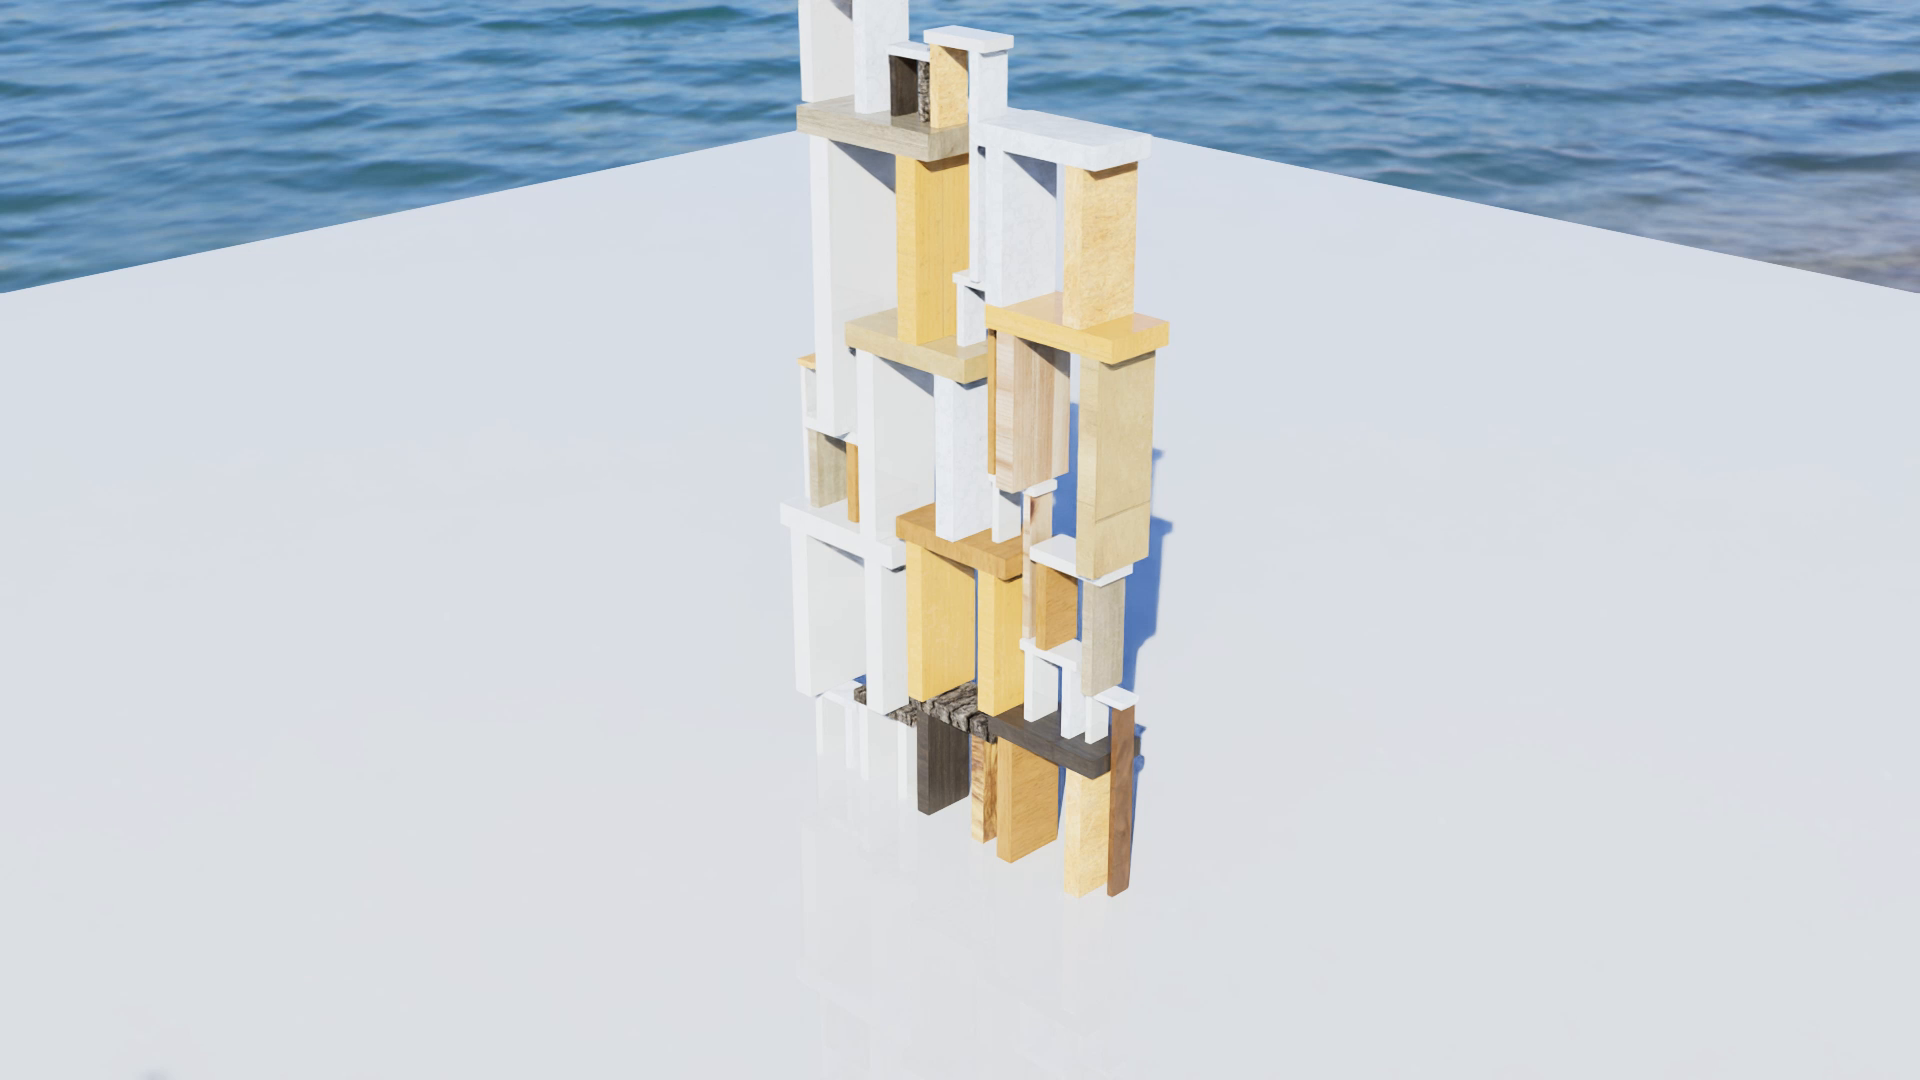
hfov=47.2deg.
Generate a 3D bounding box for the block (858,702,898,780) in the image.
[{"bbox_3d":[-0.169,0.406,4.582,0.087,0.174,0.025,-21,31,-41],"label":"block"}]

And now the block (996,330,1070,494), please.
[{"bbox_3d":[0.133,-0.248,3.980,0.149,0.299,0.042,-21,31,-41],"label":"block"}]

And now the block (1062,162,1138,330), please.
[{"bbox_3d":[0.239,-0.510,3.749,0.139,0.279,0.040,-21,31,-41],"label":"block"}]

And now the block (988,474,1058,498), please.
[{"bbox_3d":[0.115,-0.110,4.059,0.059,0.017,0.119,-21,31,-40],"label":"block"}]

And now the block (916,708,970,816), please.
[{"bbox_3d":[-0.034,0.431,4.449,0.033,0.231,0.116,21,31,41],"label":"block"}]

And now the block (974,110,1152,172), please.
[{"bbox_3d":[0.173,-0.682,3.748,0.139,0.040,0.279,-21,31,-40],"label":"block"}]

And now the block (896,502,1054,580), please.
[{"bbox_3d":[0.031,-0.006,4.191,0.147,0.042,0.293,-21,31,-41],"label":"block"}]

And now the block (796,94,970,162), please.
[{"bbox_3d":[-0.119,-0.759,4.028,0.346,0.049,0.173,21,31,40],"label":"block"}]

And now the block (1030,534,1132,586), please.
[{"bbox_3d":[0.220,0.036,4.003,0.087,0.025,0.174,-21,31,-41],"label":"block"}]

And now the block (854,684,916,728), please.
[{"bbox_3d":[-0.128,0.331,4.505,0.174,0.025,0.087,21,31,41],"label":"block"}]

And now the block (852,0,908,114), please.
[{"bbox_3d":[-0.143,-0.894,4.002,0.031,0.219,0.109,21,31,40],"label":"block"}]

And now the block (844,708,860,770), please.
[{"bbox_3d":[-0.208,0.406,4.626,0.070,0.139,0.020,-21,31,-41],"label":"block"}]

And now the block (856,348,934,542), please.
[{"bbox_3d":[-0.123,-0.201,4.270,0.160,0.384,0.045,-21,31,-41],"label":"block"}]

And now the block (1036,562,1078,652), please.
[{"bbox_3d":[0.179,0.111,4.079,0.087,0.174,0.025,-21,31,-40],"label":"block"}]

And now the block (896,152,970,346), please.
[{"bbox_3d":[-0.036,-0.546,4.030,0.173,0.346,0.049,-21,31,-40],"label":"block"}]

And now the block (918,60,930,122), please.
[{"bbox_3d":[-0.049,-0.807,3.936,0.016,0.110,0.055,21,31,40],"label":"block"}]

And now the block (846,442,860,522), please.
[{"bbox_3d":[-0.185,-0.125,4.368,0.084,0.167,0.024,-21,31,-40],"label":"block"}]

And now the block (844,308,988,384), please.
[{"bbox_3d":[-0.048,-0.369,4.116,0.160,0.045,0.320,-21,31,-40],"label":"block"}]

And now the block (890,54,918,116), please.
[{"bbox_3d":[-0.102,-0.827,3.983,0.016,0.110,0.055,21,31,41],"label":"block"}]

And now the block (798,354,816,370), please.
[{"bbox_3d":[-0.276,-0.351,4.375,0.091,0.013,0.045,20,31,40],"label":"block"}]

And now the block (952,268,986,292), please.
[{"bbox_3d":[0.049,-0.468,3.970,0.058,0.017,0.117,-21,31,-40],"label":"block"}]

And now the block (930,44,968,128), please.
[{"bbox_3d":[-0.019,-0.809,3.894,0.021,0.147,0.073,21,31,40],"label":"block"}]

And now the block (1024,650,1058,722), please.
[{"bbox_3d":[0.154,0.267,4.170,0.020,0.143,0.072,21,31,41],"label":"block"}]

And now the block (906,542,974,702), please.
[{"bbox_3d":[-0.037,0.140,4.328,0.147,0.333,0.042,-21,31,-41],"label":"block"}]

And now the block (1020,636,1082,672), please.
[{"bbox_3d":[0.188,0.205,4.107,0.072,0.020,0.143,-21,31,-41],"label":"block"}]

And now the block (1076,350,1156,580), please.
[{"bbox_3d":[0.273,-0.143,3.871,0.149,0.408,0.042,-21,31,-41],"label":"block"}]

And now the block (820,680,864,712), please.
[{"bbox_3d":[-0.241,0.319,4.626,0.139,0.020,0.070,21,31,41],"label":"block"}]

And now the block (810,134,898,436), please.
[{"bbox_3d":[-0.200,-0.500,4.227,0.049,0.585,0.173,21,31,40],"label":"block"}]

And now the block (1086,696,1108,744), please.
[{"bbox_3d":[0.255,0.326,4.089,0.014,0.096,0.048,21,31,41],"label":"block"}]

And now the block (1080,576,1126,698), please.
[{"bbox_3d":[0.261,0.168,4.014,0.087,0.227,0.025,-21,31,-41],"label":"block"}]

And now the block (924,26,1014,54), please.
[{"bbox_3d":[0.014,-0.873,3.830,0.147,0.021,0.073,21,31,40],"label":"block"}]

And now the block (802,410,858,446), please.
[{"bbox_3d":[-0.226,-0.228,4.366,0.167,0.024,0.084,21,31,40],"label":"block"}]

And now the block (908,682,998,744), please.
[{"bbox_3d":[0.021,0.330,4.348,0.116,0.033,0.231,-21,31,-41],"label":"block"}]

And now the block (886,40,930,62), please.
[{"bbox_3d":[-0.075,-0.875,3.936,0.110,0.016,0.055,21,31,41],"label":"block"}]

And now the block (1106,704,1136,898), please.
[{"bbox_3d":[0.300,0.484,4.107,0.014,0.400,0.048,21,31,41],"label":"block"}]

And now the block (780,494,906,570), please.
[{"bbox_3d":[-0.191,-0.032,4.424,0.330,0.047,0.165,21,31,41],"label":"block"}]

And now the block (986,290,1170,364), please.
[{"bbox_3d":[0.203,-0.378,3.848,0.149,0.042,0.299,-21,31,-41],"label":"block"}]

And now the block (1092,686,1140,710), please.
[{"bbox_3d":[0.278,0.285,4.047,0.048,0.014,0.096,-21,31,-40],"label":"block"}]

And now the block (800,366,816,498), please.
[{"bbox_3d":[-0.297,-0.223,4.452,0.013,0.282,0.045,21,31,41],"label":"block"}]

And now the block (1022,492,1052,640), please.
[{"bbox_3d":[0.143,0.042,4.093,0.017,0.290,0.059,21,31,41],"label":"block"}]

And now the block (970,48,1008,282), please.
[{"bbox_3d":[0.050,-0.662,3.882,0.073,0.409,0.021,-21,31,-40],"label":"block"}]

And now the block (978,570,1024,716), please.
[{"bbox_3d":[0.101,0.176,4.193,0.147,0.293,0.042,-21,31,-41],"label":"block"}]

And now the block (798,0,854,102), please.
[{"bbox_3d":[-0.247,-0.934,4.096,0.031,0.219,0.109,20,30,41],"label":"block"}]

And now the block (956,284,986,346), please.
[{"bbox_3d":[0.021,-0.417,4.021,0.059,0.117,0.017,-21,31,-40],"label":"block"}]

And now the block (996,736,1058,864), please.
[{"bbox_3d":[0.132,0.484,4.280,0.038,0.266,0.133,21,31,41],"label":"block"}]

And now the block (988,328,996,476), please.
[{"bbox_3d":[0.077,-0.289,4.015,0.059,0.347,0.017,-21,31,-40],"label":"block"}]

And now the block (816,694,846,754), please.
[{"bbox_3d":[-0.274,0.380,4.687,0.070,0.140,0.020,-21,31,-41],"label":"block"}]

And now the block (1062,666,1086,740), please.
[{"bbox_3d":[0.222,0.293,4.108,0.020,0.143,0.072,21,31,41],"label":"block"}]

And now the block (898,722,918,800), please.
[{"bbox_3d":[-0.087,0.438,4.506,0.087,0.174,0.025,-21,31,-41],"label":"block"}]

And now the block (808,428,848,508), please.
[{"bbox_3d":[-0.264,-0.156,4.440,0.024,0.167,0.084,21,31,40],"label":"block"}]

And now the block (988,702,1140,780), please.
[{"bbox_3d":[0.195,0.368,4.163,0.266,0.038,0.133,21,31,41],"label":"block"}]

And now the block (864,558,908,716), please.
[{"bbox_3d":[-0.113,0.171,4.426,0.047,0.330,0.165,21,31,41],"label":"block"}]

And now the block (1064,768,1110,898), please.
[{"bbox_3d":[0.258,0.533,4.165,0.038,0.266,0.133,21,31,41],"label":"block"}]

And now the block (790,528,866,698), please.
[{"bbox_3d":[-0.269,0.129,4.577,0.165,0.369,0.047,-21,31,-41],"label":"block"}]

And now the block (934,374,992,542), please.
[{"bbox_3d":[0.027,-0.171,4.118,0.160,0.320,0.045,-21,31,-40],"label":"block"}]

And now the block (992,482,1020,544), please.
[{"bbox_3d":[0.087,-0.059,4.111,0.059,0.119,0.017,-21,31,-41],"label":"block"}]

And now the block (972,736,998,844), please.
[{"bbox_3d":[0.075,0.474,4.349,0.033,0.231,0.116,21,31,41],"label":"block"}]

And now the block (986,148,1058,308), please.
[{"bbox_3d":[0.108,-0.562,3.870,0.139,0.279,0.040,-21,31,-41],"label":"block"}]
